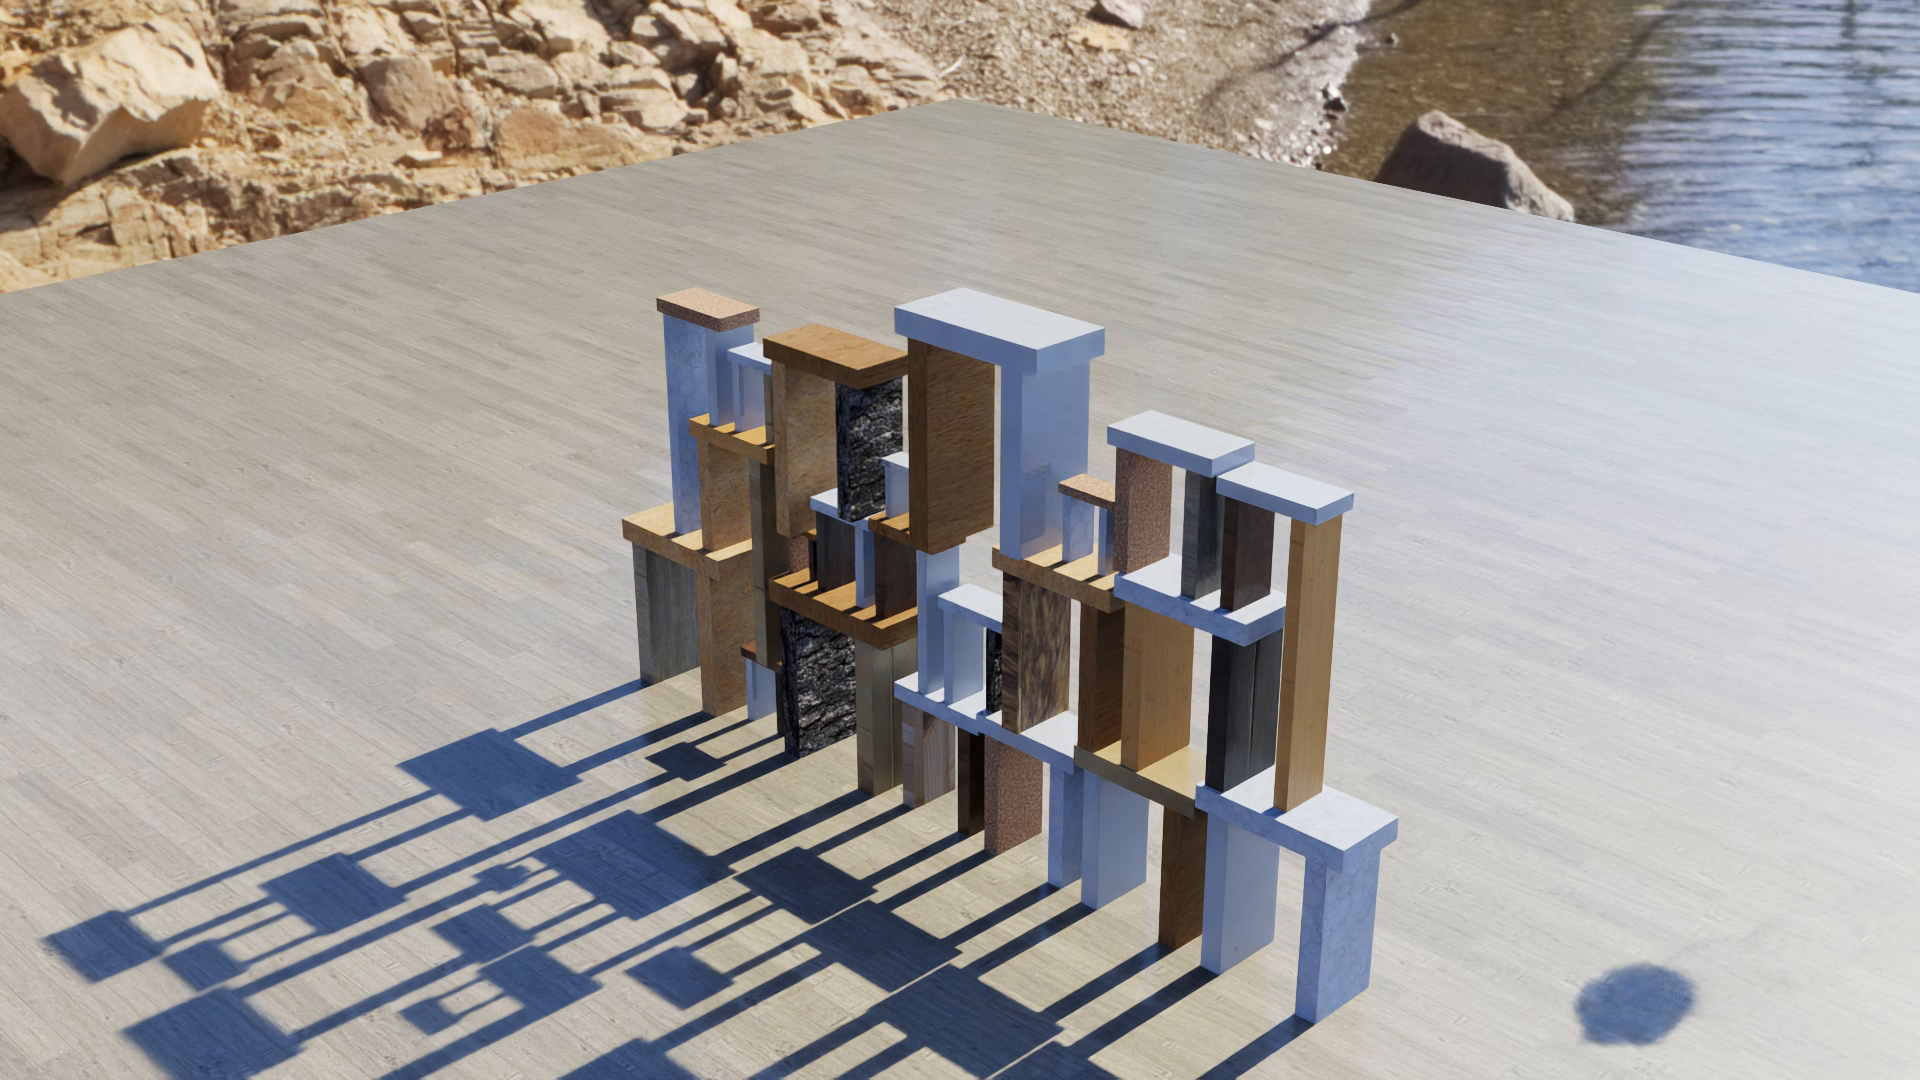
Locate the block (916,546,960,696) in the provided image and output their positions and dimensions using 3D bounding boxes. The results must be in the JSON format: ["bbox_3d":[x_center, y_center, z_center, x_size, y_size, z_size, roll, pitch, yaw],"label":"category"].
[{"bbox_3d":[-0.042,0.150,4.327,0.026,0.306,0.091,21,31,41],"label":"block"}]

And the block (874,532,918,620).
[{"bbox_3d":[-0.128,0.059,4.382,0.026,0.182,0.091,21,31,41],"label":"block"}]

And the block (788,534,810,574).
[{"bbox_3d":[-0.335,0.017,4.590,0.048,0.096,0.014,-21,31,-40],"label":"block"}]

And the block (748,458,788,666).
[{"bbox_3d":[-0.379,0.034,4.647,0.036,0.467,0.126,21,31,41],"label":"block"}]

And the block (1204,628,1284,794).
[{"bbox_3d":[0.493,0.279,3.810,0.041,0.291,0.145,21,31,41],"label":"block"}]

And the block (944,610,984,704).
[{"bbox_3d":[0.008,0.217,4.311,0.024,0.195,0.086,21,31,41],"label":"block"}]

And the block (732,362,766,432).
[{"bbox_3d":[-0.435,-0.305,4.564,0.075,0.150,0.021,-21,31,-41],"label":"block"}]

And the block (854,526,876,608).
[{"bbox_3d":[-0.170,0.044,4.428,0.087,0.174,0.025,-21,31,-40],"label":"block"}]

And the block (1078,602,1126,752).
[{"bbox_3d":[0.281,0.230,4.014,0.145,0.290,0.041,-21,31,-41],"label":"block"}]

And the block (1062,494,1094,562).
[{"bbox_3d":[0.215,-0.029,3.983,0.065,0.130,0.018,-21,31,-41],"label":"block"}]

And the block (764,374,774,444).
[{"bbox_3d":[-0.364,-0.277,4.499,0.075,0.150,0.021,-21,31,-41],"label":"block"}]

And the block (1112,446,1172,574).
[{"bbox_3d":[0.321,-0.065,3.850,0.033,0.230,0.115,21,31,40],"label":"block"}]

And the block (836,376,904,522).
[{"bbox_3d":[-0.177,-0.189,4.328,0.141,0.283,0.040,-21,31,-41],"label":"block"}]

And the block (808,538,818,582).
[{"bbox_3d":[-0.290,0.035,4.549,0.014,0.096,0.048,21,31,40],"label":"block"}]

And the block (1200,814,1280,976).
[{"bbox_3d":[0.504,0.605,3.932,0.045,0.315,0.157,21,31,41],"label":"block"}]

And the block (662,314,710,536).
[{"bbox_3d":[-0.577,-0.258,4.745,0.030,0.498,0.105,21,31,41],"label":"block"}]

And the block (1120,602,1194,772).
[{"bbox_3d":[0.356,0.241,3.943,0.145,0.325,0.041,-21,31,-41],"label":"block"}]

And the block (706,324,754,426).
[{"bbox_3d":[-0.478,-0.352,4.597,0.105,0.211,0.030,-21,31,-41],"label":"block"}]

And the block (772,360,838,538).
[{"bbox_3d":[-0.311,-0.200,4.469,0.040,0.371,0.141,21,31,41],"label":"block"}]

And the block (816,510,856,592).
[{"bbox_3d":[-0.253,0.012,4.503,0.025,0.174,0.087,21,31,41],"label":"block"}]

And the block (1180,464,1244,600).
[{"bbox_3d":[0.430,-0.023,3.750,0.033,0.230,0.115,21,31,41],"label":"block"}]

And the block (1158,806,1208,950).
[{"bbox_3d":[0.427,0.591,4.004,0.040,0.285,0.143,21,31,41],"label":"block"}]

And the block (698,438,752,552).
[{"bbox_3d":[-0.497,-0.112,4.715,0.036,0.252,0.126,21,31,41],"label":"block"}]

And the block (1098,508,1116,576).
[{"bbox_3d":[0.275,-0.005,3.926,0.065,0.130,0.018,-21,31,-41],"label":"block"}]

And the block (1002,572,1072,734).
[{"bbox_3d":[0.144,0.192,4.146,0.041,0.324,0.145,21,31,41],"label":"block"}]

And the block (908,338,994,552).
[{"bbox_3d":[-0.015,-0.199,4.161,0.051,0.415,0.180,21,31,40],"label":"block"}]

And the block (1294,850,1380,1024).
[{"bbox_3d":[0.653,0.663,3.795,0.045,0.315,0.157,21,31,41],"label":"block"}]

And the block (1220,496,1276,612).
[{"bbox_3d":[0.486,0.010,3.706,0.029,0.203,0.102,21,31,41],"label":"block"}]

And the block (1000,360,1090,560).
[{"bbox_3d":[0.154,-0.159,3.994,0.180,0.359,0.051,-21,31,-41],"label":"block"}]

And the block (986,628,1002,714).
[{"bbox_3d":[0.089,0.238,4.232,0.024,0.173,0.086,21,31,41],"label":"block"}]

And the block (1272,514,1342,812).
[{"bbox_3d":[0.582,0.200,3.683,0.029,0.535,0.102,21,31,41],"label":"block"}]

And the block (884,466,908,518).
[{"bbox_3d":[-0.123,-0.100,4.321,0.053,0.105,0.015,-21,31,-41],"label":"block"}]

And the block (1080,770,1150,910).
[{"bbox_3d":[0.293,0.538,4.127,0.040,0.285,0.143,21,31,41],"label":"block"}]
